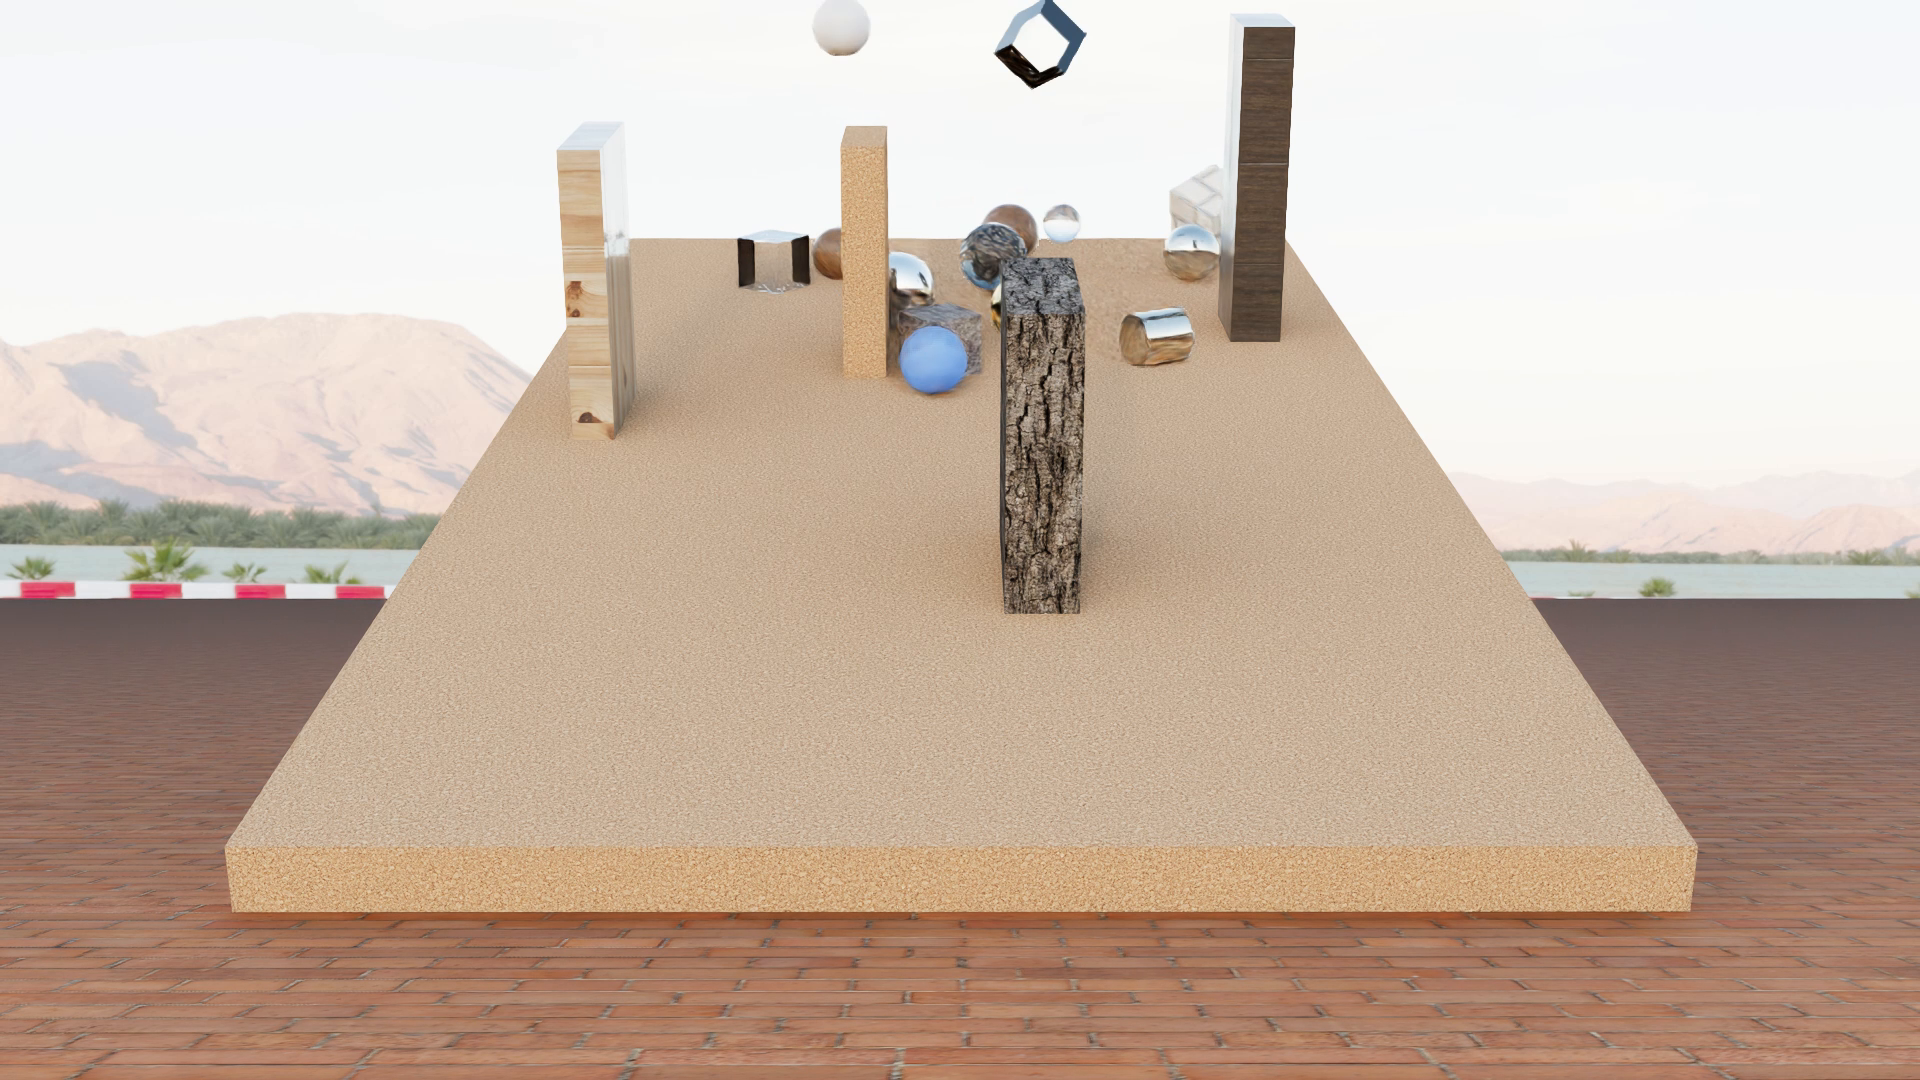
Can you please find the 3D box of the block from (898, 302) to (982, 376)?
[{"bbox_3d":[-0.048,-0.471,5.367,0.143,0.143,0.143,-12,23,-31],"label":"block"}]

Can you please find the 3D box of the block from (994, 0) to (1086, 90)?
[{"bbox_3d":[0.218,-1.353,6.153,0.151,0.151,0.151,39,-27,-24],"label":"block"}]

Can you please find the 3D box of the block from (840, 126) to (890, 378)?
[{"bbox_3d":[-0.224,-0.690,5.381,0.100,0.545,0.306,0,19,0],"label":"block"}]

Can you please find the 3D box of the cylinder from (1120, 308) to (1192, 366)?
[{"bbox_3d":[0.472,-0.489,5.439,0.127,0.127,0.127,-11,4,-27],"label":"cylinder"}]

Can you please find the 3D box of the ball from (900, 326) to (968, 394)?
[{"bbox_3d":[-0.061,-0.413,5.184,0.155,0.155,0.155,0,-1,0],"label":"ball"}]

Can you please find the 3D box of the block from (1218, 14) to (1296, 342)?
[{"bbox_3d":[0.740,-0.909,5.661,0.125,0.775,0.285,0,19,0],"label":"block"}]

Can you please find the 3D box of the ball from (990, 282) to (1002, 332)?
[{"bbox_3d":[0.161,-0.577,5.626,0.173,0.173,0.173,0,-1,0],"label":"ball"}]

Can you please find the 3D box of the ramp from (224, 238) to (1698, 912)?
[{"bbox_3d":[-0.005,-0.202,4.967,2.000,0.100,4.000,0,19,0],"label":"ramp"}]

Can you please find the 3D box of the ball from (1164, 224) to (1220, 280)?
[{"bbox_3d":[0.645,-0.801,6.286,0.156,0.156,0.156,0,-1,0],"label":"ball"}]

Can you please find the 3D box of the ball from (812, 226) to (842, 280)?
[{"bbox_3d":[-0.339,-0.797,6.284,0.147,0.147,0.147,0,-1,0],"label":"ball"}]

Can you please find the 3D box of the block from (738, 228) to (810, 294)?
[{"bbox_3d":[-0.512,-0.766,6.206,0.140,0.140,0.140,12,23,31],"label":"block"}]

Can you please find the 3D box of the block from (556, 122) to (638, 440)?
[{"bbox_3d":[-0.787,-0.571,4.923,0.089,0.623,0.372,0,19,0],"label":"block"}]

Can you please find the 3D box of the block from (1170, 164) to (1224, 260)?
[{"bbox_3d":[0.725,-0.936,6.481,0.172,0.172,0.172,-33,53,-22],"label":"block"}]

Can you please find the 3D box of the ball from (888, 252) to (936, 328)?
[{"bbox_3d":[-0.156,-0.626,5.665,0.190,0.190,0.190,0,-1,0],"label":"ball"}]

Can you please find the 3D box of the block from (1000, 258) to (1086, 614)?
[{"bbox_3d":[0.141,-0.194,4.002,0.130,0.528,0.435,0,19,0],"label":"block"}]

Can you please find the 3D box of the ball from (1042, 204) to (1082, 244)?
[{"bbox_3d":[0.293,-0.909,6.479,0.113,0.113,0.113,0,-1,0],"label":"ball"}]

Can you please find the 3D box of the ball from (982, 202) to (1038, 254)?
[{"bbox_3d":[0.142,-0.886,6.505,0.169,0.169,0.169,0,-1,0],"label":"ball"}]

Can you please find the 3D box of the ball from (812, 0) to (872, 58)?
[{"bbox_3d":[-0.347,-1.502,6.609,0.174,0.174,0.174,0,-1,0],"label":"ball"}]

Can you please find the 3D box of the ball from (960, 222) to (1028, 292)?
[{"bbox_3d":[0.092,-0.772,6.159,0.185,0.185,0.185,0,-1,0],"label":"ball"}]
